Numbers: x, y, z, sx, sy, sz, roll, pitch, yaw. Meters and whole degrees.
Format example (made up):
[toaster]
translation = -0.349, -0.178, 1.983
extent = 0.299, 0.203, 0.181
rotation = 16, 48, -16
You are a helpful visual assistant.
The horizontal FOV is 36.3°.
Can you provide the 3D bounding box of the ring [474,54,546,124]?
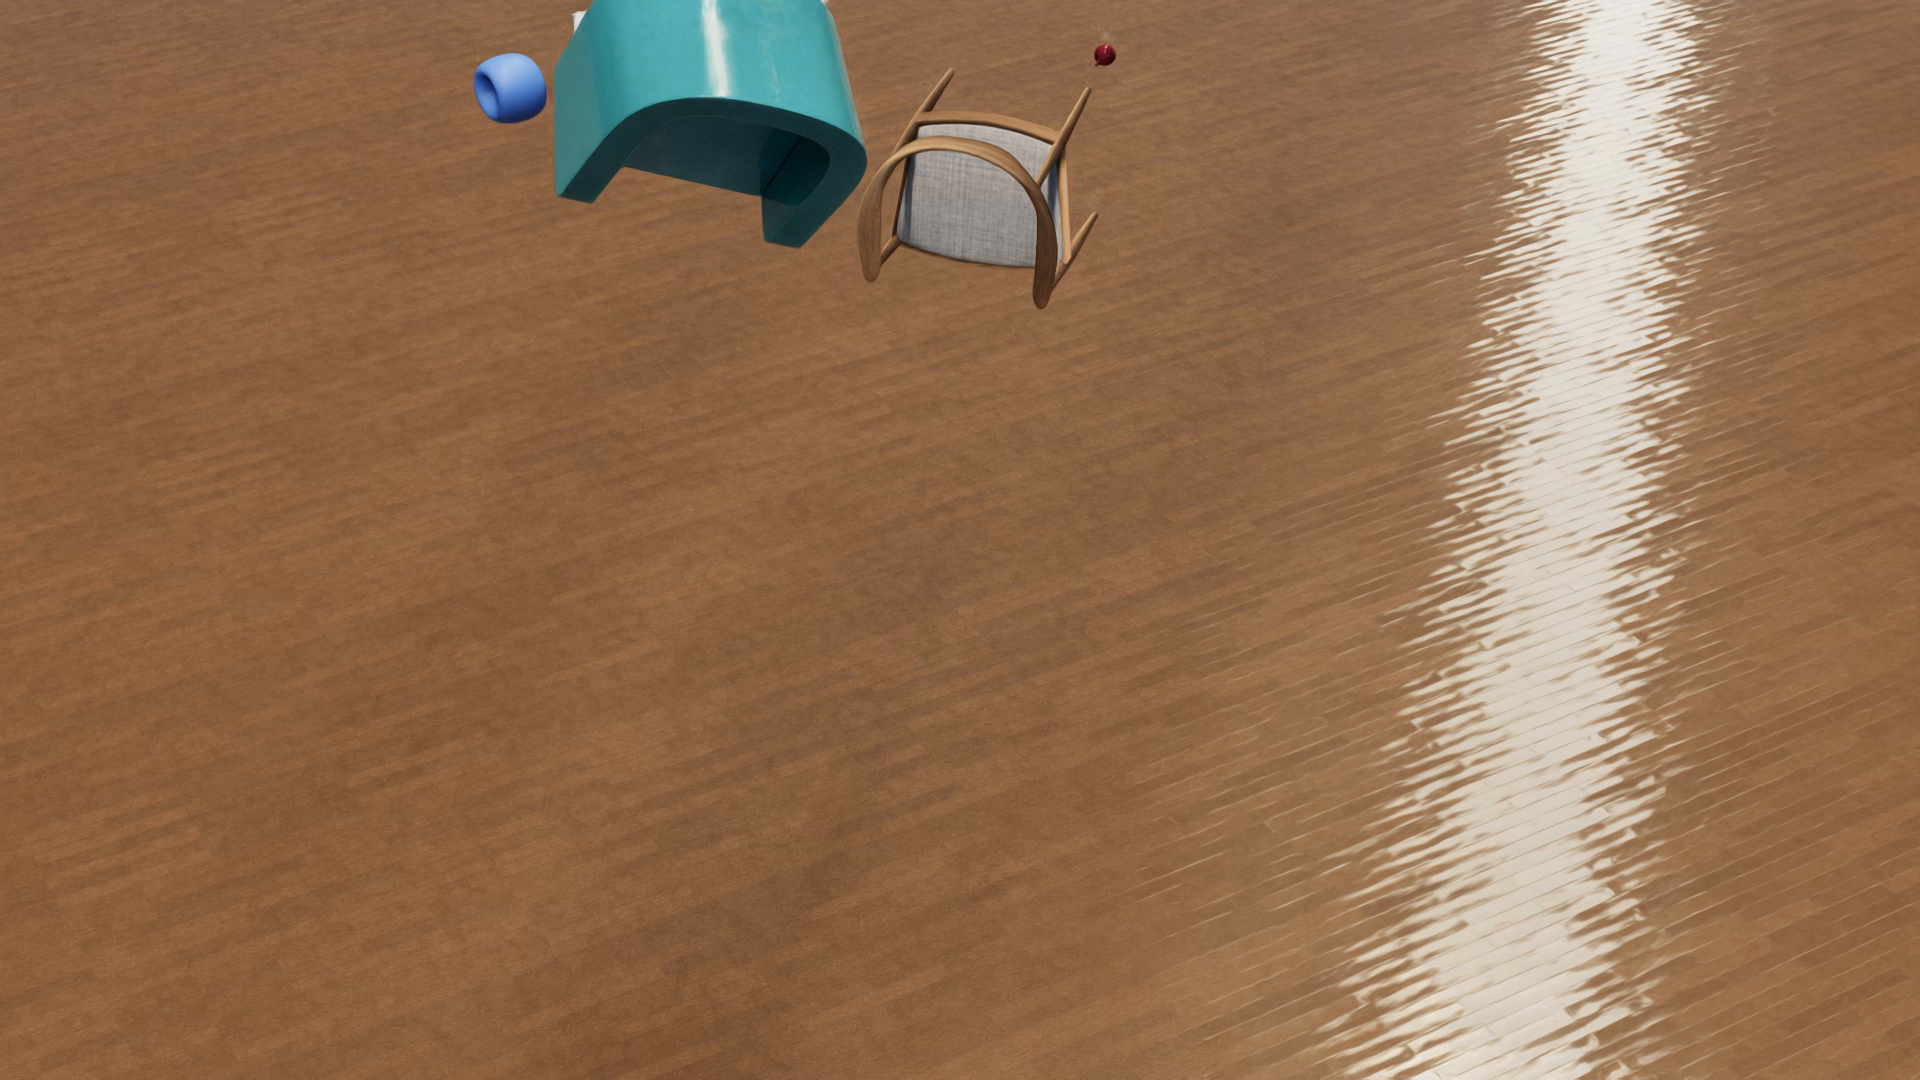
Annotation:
[ring]
translation = -1.341, -1.347, 8.746
extent = 0.161, 0.198, 0.221
rotation = -20, 48, -31
